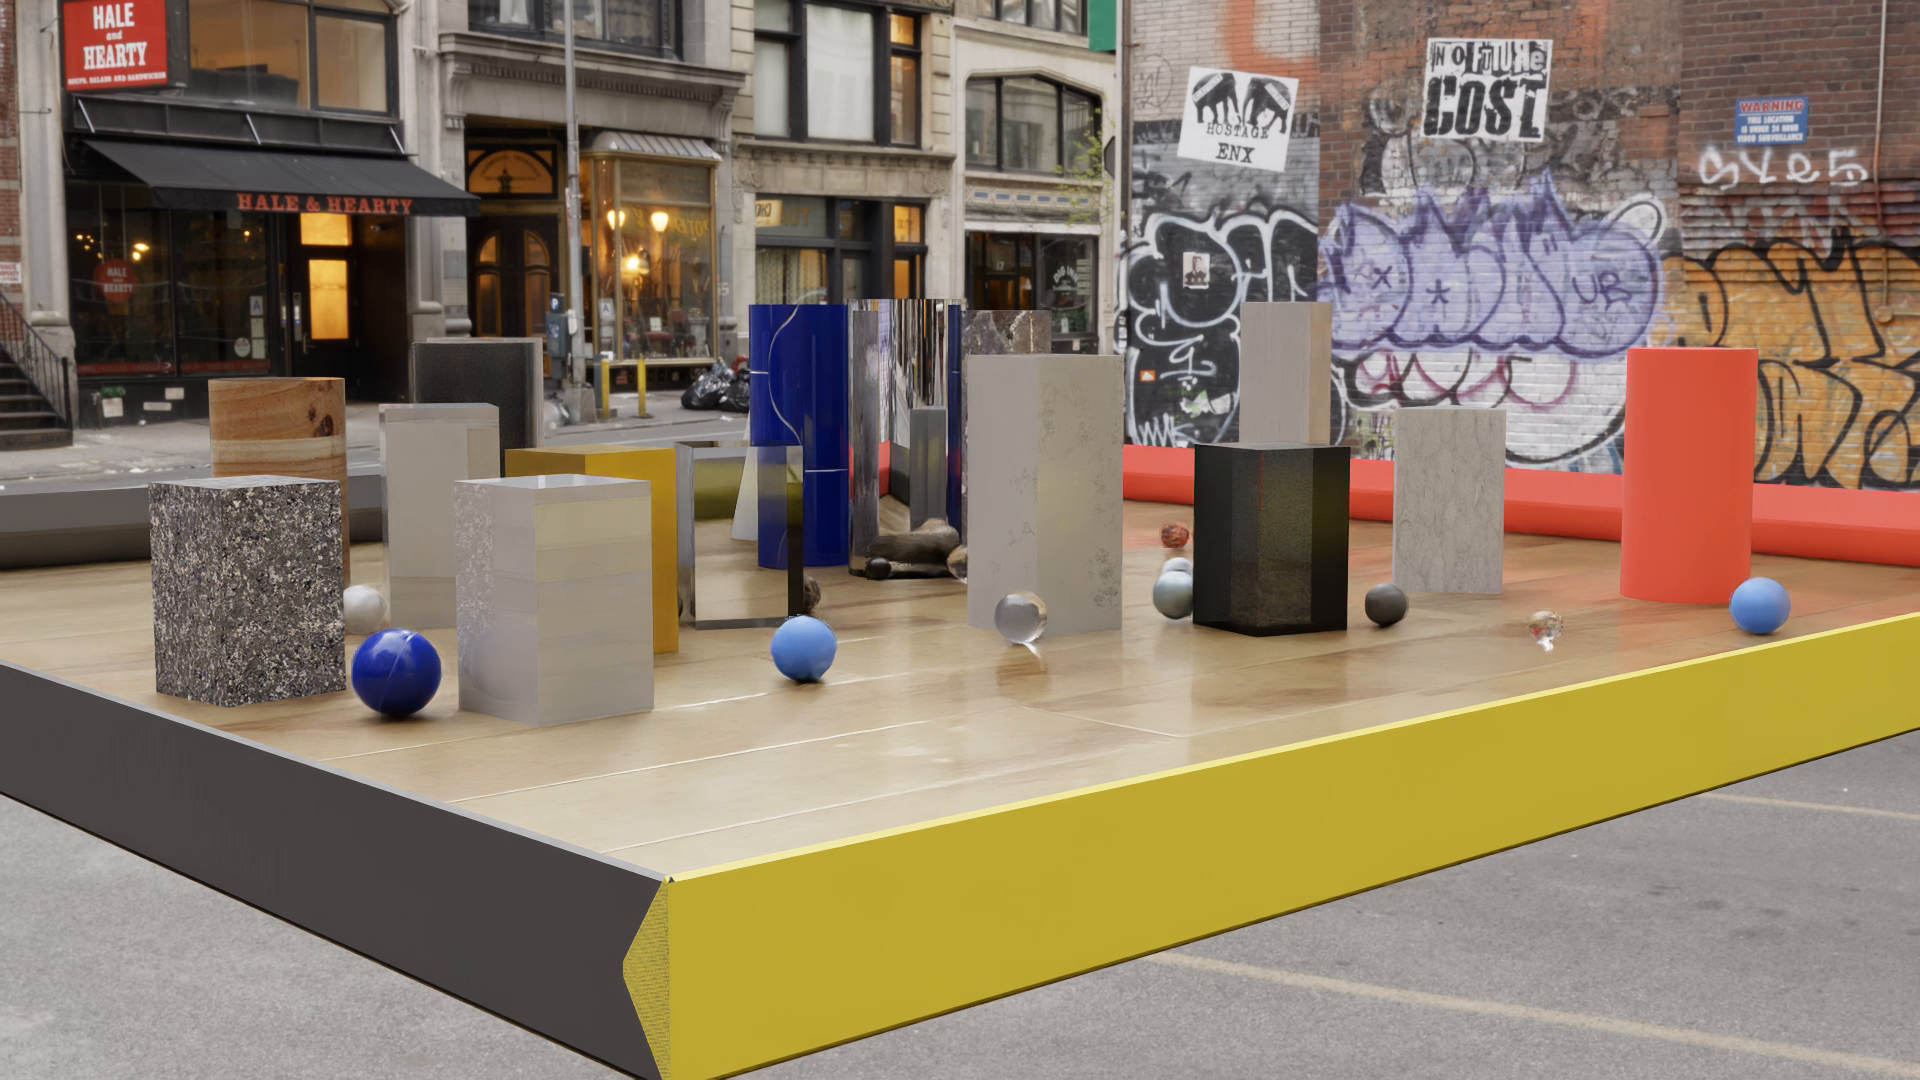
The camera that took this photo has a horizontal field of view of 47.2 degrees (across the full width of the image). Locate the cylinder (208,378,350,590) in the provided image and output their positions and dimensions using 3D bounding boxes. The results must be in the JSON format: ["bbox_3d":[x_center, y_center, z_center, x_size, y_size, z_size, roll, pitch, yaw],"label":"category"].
[{"bbox_3d":[-1.004,-0.067,3.249,0.192,0.341,0.192,0,6,0],"label":"cylinder"}]

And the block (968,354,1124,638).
[{"bbox_3d":[0.118,-0.067,3.066,0.154,0.380,0.154,-5,8,-37],"label":"block"}]

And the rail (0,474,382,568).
[{"bbox_3d":[-0.956,-0.076,4.362,3.092,0.125,0.045,-6,8,-42],"label":"rail"}]

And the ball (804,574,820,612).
[{"bbox_3d":[-0.233,0.078,3.228,0.057,0.057,0.057,0,6,0],"label":"ball"}]

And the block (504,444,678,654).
[{"bbox_3d":[-0.475,0.015,2.844,0.154,0.265,0.154,5,8,39],"label":"block"}]

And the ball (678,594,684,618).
[{"bbox_3d":[-0.417,0.094,3.102,0.053,0.053,0.053,0,6,0],"label":"ball"}]

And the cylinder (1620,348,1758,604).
[{"bbox_3d":[1.128,-0.104,3.406,0.192,0.383,0.192,0,6,0],"label":"cylinder"}]

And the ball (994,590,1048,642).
[{"bbox_3d":[0.082,0.102,2.938,0.071,0.071,0.071,0,6,0],"label":"ball"}]

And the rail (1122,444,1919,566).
[{"bbox_3d":[1.119,-0.076,4.359,0.045,0.125,2.867,-6,8,-42],"label":"rail"}]

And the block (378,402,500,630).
[{"bbox_3d":[-0.740,-0.038,3.133,0.154,0.308,0.154,-2,6,-18],"label":"block"}]

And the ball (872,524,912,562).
[{"bbox_3d":[-0.119,0.006,3.862,0.069,0.069,0.069,0,6,0],"label":"ball"}]

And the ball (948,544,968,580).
[{"bbox_3d":[0.008,0.037,3.621,0.058,0.058,0.058,0,6,0],"label":"ball"}]

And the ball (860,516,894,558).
[{"bbox_3d":[-0.146,-0.006,3.940,0.076,0.076,0.076,0,6,0],"label":"ball"}]

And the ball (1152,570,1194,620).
[{"bbox_3d":[0.309,0.079,3.144,0.069,0.069,0.069,0,6,0],"label":"ball"}]

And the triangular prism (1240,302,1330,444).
[{"bbox_3d":[0.617,-0.202,3.983,0.144,0.456,0.166,-5,8,-37],"label":"triangular prism"}]

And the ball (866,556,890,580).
[{"bbox_3d":[-0.134,0.047,3.607,0.040,0.040,0.040,0,6,0],"label":"ball"}]

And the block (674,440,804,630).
[{"bbox_3d":[-0.317,-0.011,3.134,0.154,0.254,0.154,-2,6,-18],"label":"block"}]

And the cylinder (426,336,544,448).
[{"bbox_3d":[-0.805,-0.146,3.747,0.192,0.396,0.192,0,6,0],"label":"cylinder"}]

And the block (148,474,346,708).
[{"bbox_3d":[-0.828,0.054,2.558,0.154,0.245,0.154,5,8,40],"label":"block"}]

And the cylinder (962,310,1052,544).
[{"bbox_3d":[0.071,-0.199,4.031,0.192,0.441,0.192,0,6,0],"label":"cylinder"}]

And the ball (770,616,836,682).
[{"bbox_3d":[-0.188,0.130,2.636,0.078,0.078,0.078,0,6,0],"label":"ball"}]

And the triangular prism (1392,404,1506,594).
[{"bbox_3d":[0.783,-0.069,3.523,0.166,0.289,0.144,1,6,13],"label":"triangular prism"}]

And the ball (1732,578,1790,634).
[{"bbox_3d":[1.101,0.090,3.024,0.077,0.077,0.077,0,6,0],"label":"ball"}]

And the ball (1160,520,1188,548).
[{"bbox_3d":[0.399,-0.010,4.092,0.052,0.052,0.052,0,6,0],"label":"ball"}]

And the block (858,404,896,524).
[{"bbox_3d":[-0.224,-0.119,4.128,0.154,0.261,0.154,-4,7,-33],"label":"block"}]

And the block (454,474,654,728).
[{"bbox_3d":[-0.450,0.062,2.441,0.154,0.255,0.154,6,8,44],"label":"block"}]

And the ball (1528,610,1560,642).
[{"bbox_3d":[0.784,0.115,2.951,0.043,0.043,0.043,0,6,0],"label":"ball"}]

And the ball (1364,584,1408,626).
[{"bbox_3d":[0.599,0.091,3.097,0.060,0.060,0.060,0,6,0],"label":"ball"}]

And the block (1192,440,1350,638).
[{"bbox_3d":[0.434,-0.005,3.077,0.154,0.255,0.154,-3,7,-28],"label":"block"}]

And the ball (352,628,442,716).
[{"bbox_3d":[-0.616,0.145,2.408,0.096,0.096,0.096,0,6,0],"label":"ball"}]

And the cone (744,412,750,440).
[{"bbox_3d":[-0.374,-0.237,4.358,0.192,0.448,0.192,0,6,0],"label":"cone"}]

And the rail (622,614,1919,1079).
[{"bbox_3d":[0.956,0.141,2.302,3.092,0.125,0.045,-6,8,-42],"label":"rail"}]

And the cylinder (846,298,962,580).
[{"bbox_3d":[-0.093,-0.174,3.699,0.192,0.460,0.192,0,6,0],"label":"cylinder"}]

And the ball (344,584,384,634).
[{"bbox_3d":[-0.826,0.095,3.026,0.067,0.067,0.067,0,6,0],"label":"ball"}]

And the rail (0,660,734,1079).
[{"bbox_3d":[-1.119,0.140,2.305,0.045,0.125,2.867,-6,8,-42],"label":"rail"}]

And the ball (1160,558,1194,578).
[{"bbox_3d":[0.344,0.055,3.462,0.055,0.055,0.055,0,6,0],"label":"ball"}]

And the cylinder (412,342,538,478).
[{"bbox_3d":[-0.772,-0.119,3.510,0.192,0.391,0.192,0,6,0],"label":"cylinder"}]

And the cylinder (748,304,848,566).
[{"bbox_3d":[-0.274,-0.188,3.876,0.192,0.452,0.192,0,6,0],"label":"cylinder"}]
